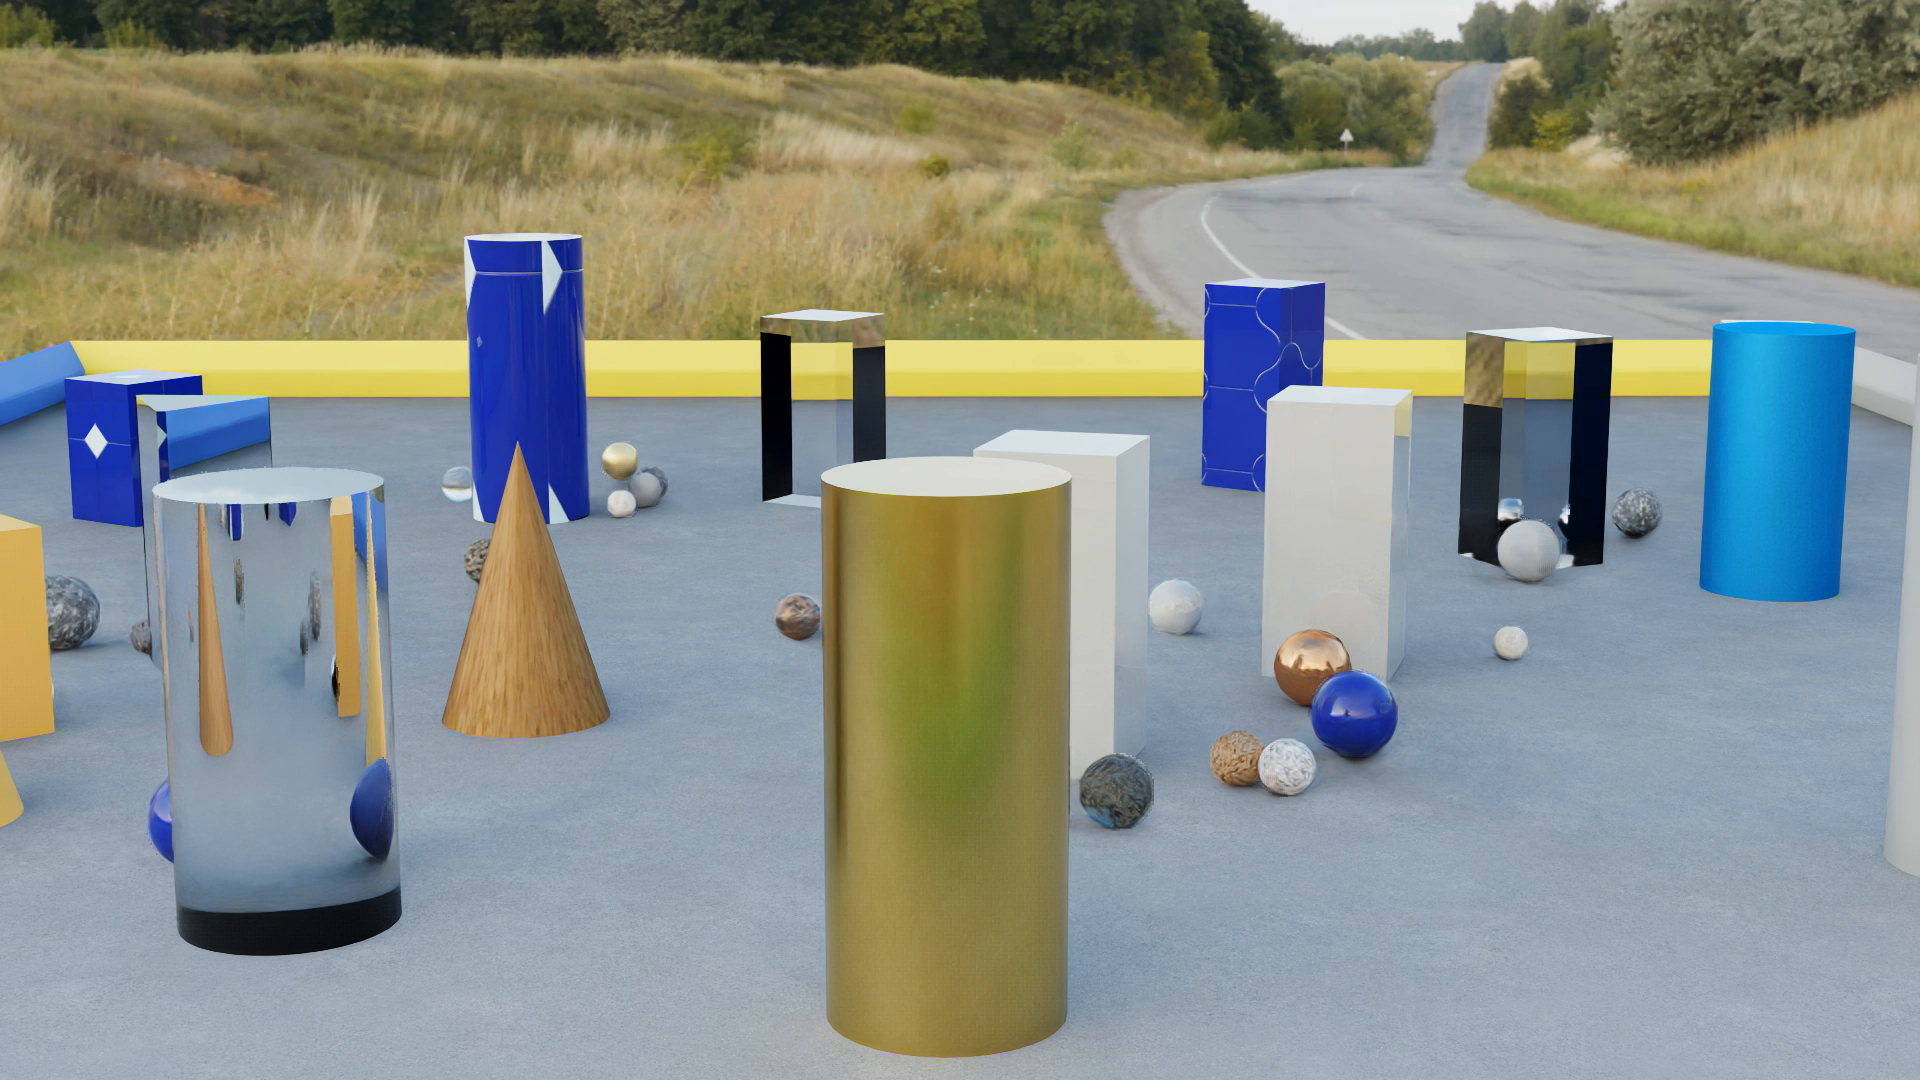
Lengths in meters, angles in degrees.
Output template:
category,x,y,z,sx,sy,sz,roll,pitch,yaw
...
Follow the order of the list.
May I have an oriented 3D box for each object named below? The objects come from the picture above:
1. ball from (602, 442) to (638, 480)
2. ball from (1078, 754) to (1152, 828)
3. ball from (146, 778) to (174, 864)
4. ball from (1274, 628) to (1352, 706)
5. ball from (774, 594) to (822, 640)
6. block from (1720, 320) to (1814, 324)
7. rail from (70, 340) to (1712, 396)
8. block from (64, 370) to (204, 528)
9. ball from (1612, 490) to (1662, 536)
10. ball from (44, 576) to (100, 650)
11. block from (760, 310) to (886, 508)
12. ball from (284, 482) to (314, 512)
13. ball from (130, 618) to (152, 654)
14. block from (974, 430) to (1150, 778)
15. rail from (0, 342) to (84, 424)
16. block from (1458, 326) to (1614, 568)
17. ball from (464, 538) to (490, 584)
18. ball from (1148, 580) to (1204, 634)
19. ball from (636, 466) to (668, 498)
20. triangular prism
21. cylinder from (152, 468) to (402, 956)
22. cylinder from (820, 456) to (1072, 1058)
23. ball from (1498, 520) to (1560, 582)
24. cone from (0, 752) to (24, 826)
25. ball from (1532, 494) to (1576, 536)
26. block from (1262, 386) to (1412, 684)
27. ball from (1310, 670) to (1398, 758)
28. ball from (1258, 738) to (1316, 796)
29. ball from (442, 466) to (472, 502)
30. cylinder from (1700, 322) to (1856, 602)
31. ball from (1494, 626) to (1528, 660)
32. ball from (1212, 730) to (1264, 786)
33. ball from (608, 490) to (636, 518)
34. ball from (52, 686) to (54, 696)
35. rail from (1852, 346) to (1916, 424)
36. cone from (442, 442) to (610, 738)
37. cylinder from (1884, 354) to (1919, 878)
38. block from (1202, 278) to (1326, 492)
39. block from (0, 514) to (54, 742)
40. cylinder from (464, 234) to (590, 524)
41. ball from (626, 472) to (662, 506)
category,x,y,z,sx,sy,sz,roll,pitch,yaw
ball,-0.600,-0.140,4.527,0.066,0.066,0.066,0,11,0
ball,0.150,0.242,2.467,0.071,0.071,0.071,0,11,0
ball,-0.692,0.254,2.339,0.094,0.094,0.094,0,11,0
ball,0.404,0.145,2.937,0.088,0.088,0.088,0,11,0
ball,-0.206,0.098,3.268,0.060,0.060,0.060,0,11,0
block,1.366,-0.220,4.346,0.150,0.289,0.150,2,11,10
rail,-0.013,-0.373,5.615,3.875,0.122,0.045,0,11,0
block,-1.328,-0.151,4.141,0.150,0.227,0.150,7,12,32
ball,1.049,-0.042,3.977,0.074,0.074,0.074,0,11,0
ball,-1.126,0.090,3.217,0.093,0.093,0.093,0,11,0
block,-0.228,-0.221,4.294,0.150,0.310,0.150,6,12,30
ball,-1.082,-0.070,4.200,0.048,0.048,0.048,0,11,0
ball,-1.009,0.120,3.192,0.044,0.044,0.044,0,11,0
block,0.107,0.065,2.690,0.150,0.337,0.150,3,11,17
rail,-1.914,0.033,3.439,0.045,0.122,4.454,0,11,0
block,0.845,-0.136,3.773,0.150,0.335,0.150,-5,12,-24
ball,-0.667,0.030,3.614,0.065,0.065,0.065,0,11,0
ball,0.277,0.086,3.299,0.071,0.071,0.071,0,11,0
ball,-0.519,-0.095,4.304,0.058,0.058,0.058,0,11,0
triangular prism,-0.938,-0.008,3.102,0.141,0.328,0.162,7,13,33
cylinder,-0.576,0.140,2.173,0.187,0.378,0.187,0,11,0
cylinder,-0.010,0.159,1.953,0.187,0.422,0.187,0,11,0
ball,0.806,0.015,3.634,0.087,0.087,0.087,0,11,0
cone,-1.013,0.116,2.475,0.187,0.315,0.187,0,11,0
ball,0.924,-0.040,3.990,0.064,0.064,0.064,0,11,0
block,0.456,-0.010,3.097,0.150,0.333,0.150,3,11,17
ball,0.418,0.184,2.717,0.091,0.091,0.091,0,11,0
ball,0.328,0.228,2.578,0.057,0.057,0.057,0,11,0
ball,-0.836,-0.092,4.287,0.060,0.060,0.060,0,11,0
cylinder,1.132,-0.112,3.559,0.187,0.365,0.187,0,11,0
ball,0.679,0.127,3.160,0.042,0.042,0.042,0,11,0
ball,0.284,0.222,2.612,0.056,0.056,0.056,0,11,0
ball,-0.547,-0.059,4.144,0.046,0.046,0.046,0,11,0
ball,-1.053,0.171,2.911,0.046,0.046,0.046,0,11,0
rail,1.914,0.029,3.460,0.045,0.122,4.454,0,11,0
cone,-0.488,0.044,2.860,0.187,0.314,0.187,0,11,0
cylinder,0.950,0.068,2.320,0.187,0.466,0.187,0,11,0
block,0.526,-0.270,4.448,0.150,0.350,0.150,8,13,37
block,-1.102,0.098,2.804,0.150,0.230,0.150,-10,14,-42
cylinder,-0.696,-0.262,4.131,0.187,0.450,0.187,0,11,0
ball,-0.523,-0.083,4.245,0.056,0.056,0.056,0,11,0
